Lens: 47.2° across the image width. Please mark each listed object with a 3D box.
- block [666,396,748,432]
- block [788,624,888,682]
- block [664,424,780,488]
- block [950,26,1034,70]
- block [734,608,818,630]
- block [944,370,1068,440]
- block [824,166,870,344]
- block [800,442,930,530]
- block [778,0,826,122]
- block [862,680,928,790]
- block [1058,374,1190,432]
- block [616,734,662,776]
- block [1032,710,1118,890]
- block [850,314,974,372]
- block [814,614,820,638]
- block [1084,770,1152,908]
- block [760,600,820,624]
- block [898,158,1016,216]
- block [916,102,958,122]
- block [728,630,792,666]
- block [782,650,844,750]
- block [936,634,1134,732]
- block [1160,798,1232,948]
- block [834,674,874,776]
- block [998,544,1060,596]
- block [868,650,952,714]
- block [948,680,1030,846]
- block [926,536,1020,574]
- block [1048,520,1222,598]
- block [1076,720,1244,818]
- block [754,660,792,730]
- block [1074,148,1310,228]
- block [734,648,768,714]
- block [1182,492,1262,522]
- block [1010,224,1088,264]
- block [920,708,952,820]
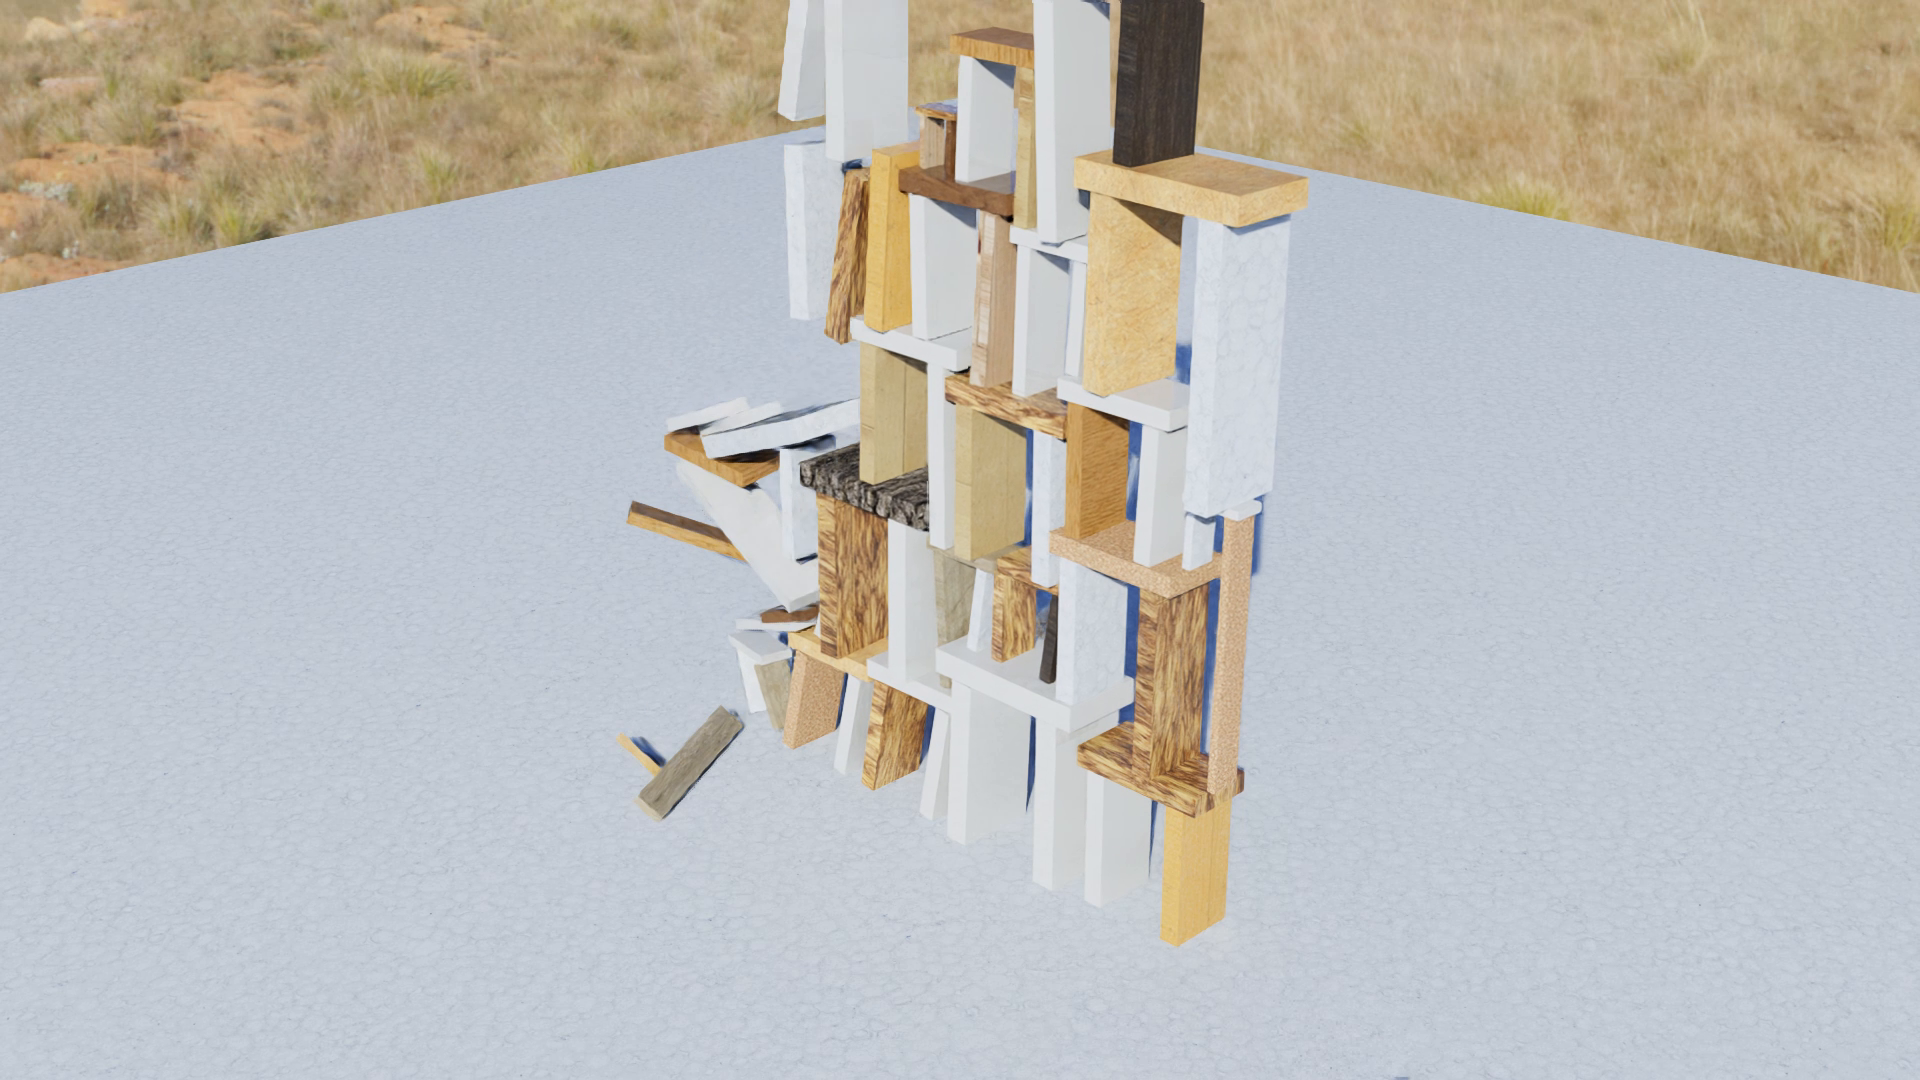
[{"bbox_3d":[-0.540,-0.268,4.685,0.098,0.028,0.196,-21,7,-32],"label":"block"},{"bbox_3d":[-0.230,0.223,4.564,0.244,0.035,0.122,21,31,40],"label":"block"},{"bbox_3d":[-0.513,-0.192,4.760,0.242,0.034,0.121,25,38,33],"label":"block"},{"bbox_3d":[0.099,-0.842,3.768,0.220,0.031,0.110,21,31,39],"label":"block"},{"bbox_3d":[-0.384,0.170,4.697,0.076,0.021,0.262,-20,10,-33],"label":"block"},{"bbox_3d":[0.128,-0.257,3.981,0.147,0.042,0.294,-21,31,-41],"label":"block"},{"bbox_3d":[-0.159,-0.547,4.163,0.168,0.336,0.048,-22,43,-41],"label":"block"},{"bbox_3d":[-0.140,-0.111,4.327,0.338,0.048,0.169,21,31,40],"label":"block"},{"bbox_3d":[-0.245,-0.956,4.093,0.047,0.331,0.166,33,38,33],"label":"block"},{"bbox_3d":[-0.129,0.381,4.527,0.130,0.260,0.037,-21,41,-41],"label":"block"},{"bbox_3d":[0.304,-0.249,3.790,0.253,0.036,0.126,21,30,41],"label":"block"},{"bbox_3d":[-0.666,0.455,4.605,0.019,0.067,0.133,-47,38,-10],"label":"block"},{"bbox_3d":[0.221,0.475,4.191,0.176,0.352,0.050,-21,31,-41],"label":"block"},{"bbox_3d":[-0.056,-0.383,4.128,0.283,0.040,0.142,21,31,40],"label":"block"},{"bbox_3d":[-0.253,0.129,4.548,0.021,0.151,0.076,37,39,27],"label":"block"},{"bbox_3d":[0.299,0.538,4.135,0.040,0.280,0.140,21,31,41],"label":"block"},{"bbox_3d":[-0.342,0.149,4.607,0.076,0.021,0.151,-24,13,-40],"label":"block"},{"bbox_3d":[0.032,-0.632,3.924,0.268,0.038,0.134,21,31,40],"label":"block"},{"bbox_3d":[-0.028,-0.764,3.924,0.096,0.014,0.048,19,30,39],"label":"block"},{"bbox_3d":[-0.440,0.233,4.830,0.073,0.021,0.147,-15,25,-31],"label":"block"},{"bbox_3d":[-0.307,0.322,4.688,0.122,0.244,0.035,-22,44,-41],"label":"block"},{"bbox_3d":[0.140,0.257,4.187,0.176,0.050,0.352,-21,31,-40],"label":"block"},{"bbox_3d":[0.431,0.589,4.014,0.040,0.280,0.140,21,31,40],"label":"block"},{"bbox_3d":[-0.191,0.366,4.585,0.122,0.244,0.035,-21,44,-41],"label":"block"},{"bbox_3d":[0.168,0.060,4.077,0.093,0.026,0.185,-21,31,-41],"label":"block"},{"bbox_3d":[-0.049,0.275,4.395,0.260,0.037,0.130,21,31,40],"label":"block"},{"bbox_3d":[0.060,0.411,4.339,0.050,0.352,0.176,24,33,39],"label":"block"},{"bbox_3d":[0.030,0.016,4.199,0.089,0.025,0.177,-21,31,-41],"label":"block"},{"bbox_3d":[0.310,0.023,3.896,0.142,0.040,0.284,-21,31,-40],"label":"block"},{"bbox_3d":[0.364,0.416,4.012,0.280,0.040,0.140,21,31,40],"label":"block"},{"bbox_3d":[-0.394,0.332,4.799,0.073,0.147,0.021,-19,3,-37],"label":"block"},{"bbox_3d":[0.372,-0.581,3.569,0.175,0.049,0.349,-21,31,-40],"label":"block"},{"bbox_3d":[-0.447,0.305,4.866,0.073,0.147,0.021,-10,-5,-23],"label":"block"},{"bbox_3d":[0.442,-0.064,3.718,0.061,0.017,0.121,-21,32,-40],"label":"block"},{"bbox_3d":[0.198,-0.518,3.801,0.105,0.030,0.210,-21,32,-41],"label":"block"},{"bbox_3d":[-0.006,0.429,4.414,0.130,0.260,0.037,-21,42,-41],"label":"block"}]
